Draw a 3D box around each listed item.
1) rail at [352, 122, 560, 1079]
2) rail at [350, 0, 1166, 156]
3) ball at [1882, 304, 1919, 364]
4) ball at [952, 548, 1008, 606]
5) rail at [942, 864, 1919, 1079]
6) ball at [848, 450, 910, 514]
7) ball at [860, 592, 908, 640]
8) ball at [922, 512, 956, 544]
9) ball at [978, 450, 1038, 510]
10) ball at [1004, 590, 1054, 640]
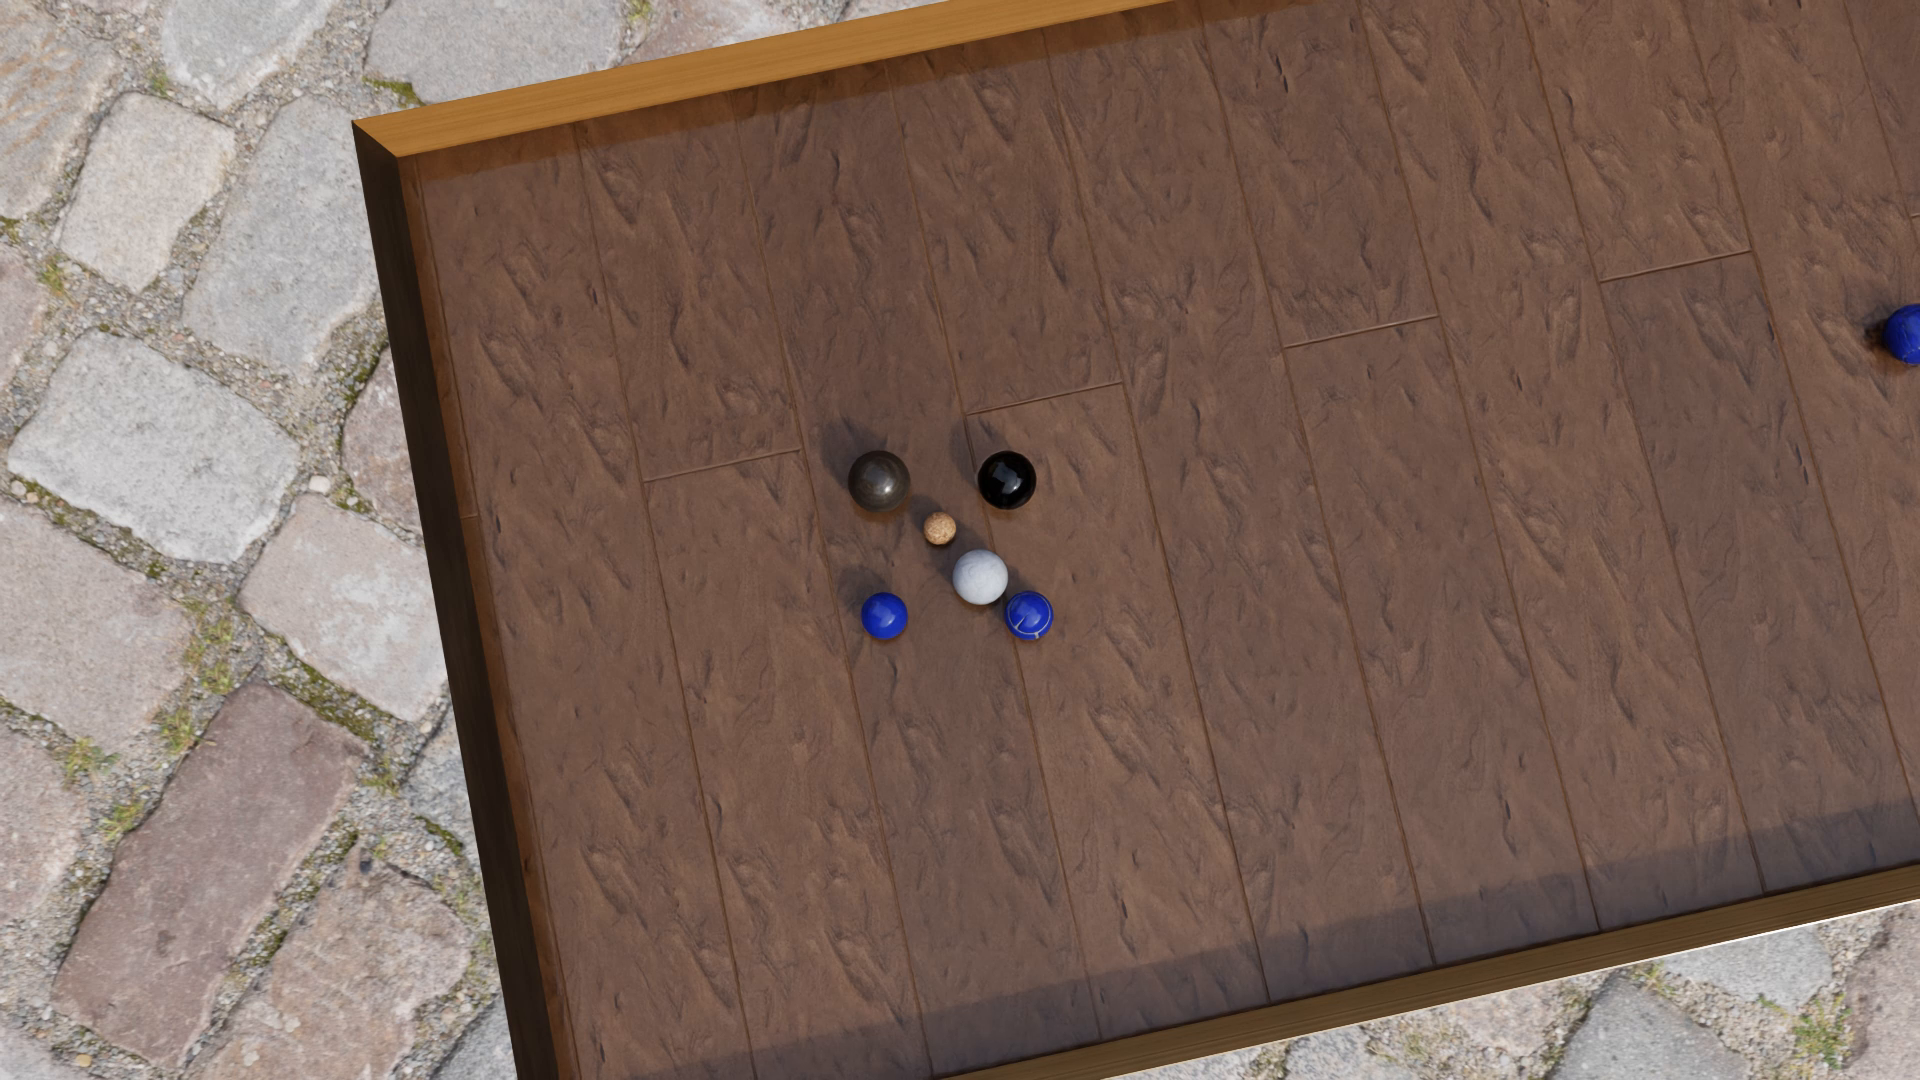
[{"bbox_3d":[-0.726,0.149,3.231,0.045,0.122,1.609,-12,80,-2],"label":"rail"},{"bbox_3d":[0.585,-0.914,3.421,3.063,0.122,0.045,-12,80,-2],"label":"rail"},{"bbox_3d":[1.447,-0.312,3.330,0.092,0.092,0.092,0,80,0],"label":"ball"},{"bbox_3d":[0.030,0.055,3.268,0.084,0.084,0.084,0,80,0],"label":"ball"},{"bbox_3d":[0.912,0.590,3.152,3.063,0.122,0.045,-12,80,-2],"label":"rail"},{"bbox_3d":[-0.121,-0.087,3.288,0.094,0.094,0.094,0,80,0],"label":"ball"},{"bbox_3d":[-0.113,0.112,3.265,0.071,0.071,0.071,0,80,0],"label":"ball"},{"bbox_3d":[-0.031,-0.018,3.298,0.050,0.050,0.050,0,80,0],"label":"ball"},{"bbox_3d":[0.071,-0.089,3.291,0.090,0.090,0.090,0,80,0],"label":"ball"},{"bbox_3d":[0.102,0.112,3.263,0.074,0.074,0.074,0,80,0],"label":"ball"}]
